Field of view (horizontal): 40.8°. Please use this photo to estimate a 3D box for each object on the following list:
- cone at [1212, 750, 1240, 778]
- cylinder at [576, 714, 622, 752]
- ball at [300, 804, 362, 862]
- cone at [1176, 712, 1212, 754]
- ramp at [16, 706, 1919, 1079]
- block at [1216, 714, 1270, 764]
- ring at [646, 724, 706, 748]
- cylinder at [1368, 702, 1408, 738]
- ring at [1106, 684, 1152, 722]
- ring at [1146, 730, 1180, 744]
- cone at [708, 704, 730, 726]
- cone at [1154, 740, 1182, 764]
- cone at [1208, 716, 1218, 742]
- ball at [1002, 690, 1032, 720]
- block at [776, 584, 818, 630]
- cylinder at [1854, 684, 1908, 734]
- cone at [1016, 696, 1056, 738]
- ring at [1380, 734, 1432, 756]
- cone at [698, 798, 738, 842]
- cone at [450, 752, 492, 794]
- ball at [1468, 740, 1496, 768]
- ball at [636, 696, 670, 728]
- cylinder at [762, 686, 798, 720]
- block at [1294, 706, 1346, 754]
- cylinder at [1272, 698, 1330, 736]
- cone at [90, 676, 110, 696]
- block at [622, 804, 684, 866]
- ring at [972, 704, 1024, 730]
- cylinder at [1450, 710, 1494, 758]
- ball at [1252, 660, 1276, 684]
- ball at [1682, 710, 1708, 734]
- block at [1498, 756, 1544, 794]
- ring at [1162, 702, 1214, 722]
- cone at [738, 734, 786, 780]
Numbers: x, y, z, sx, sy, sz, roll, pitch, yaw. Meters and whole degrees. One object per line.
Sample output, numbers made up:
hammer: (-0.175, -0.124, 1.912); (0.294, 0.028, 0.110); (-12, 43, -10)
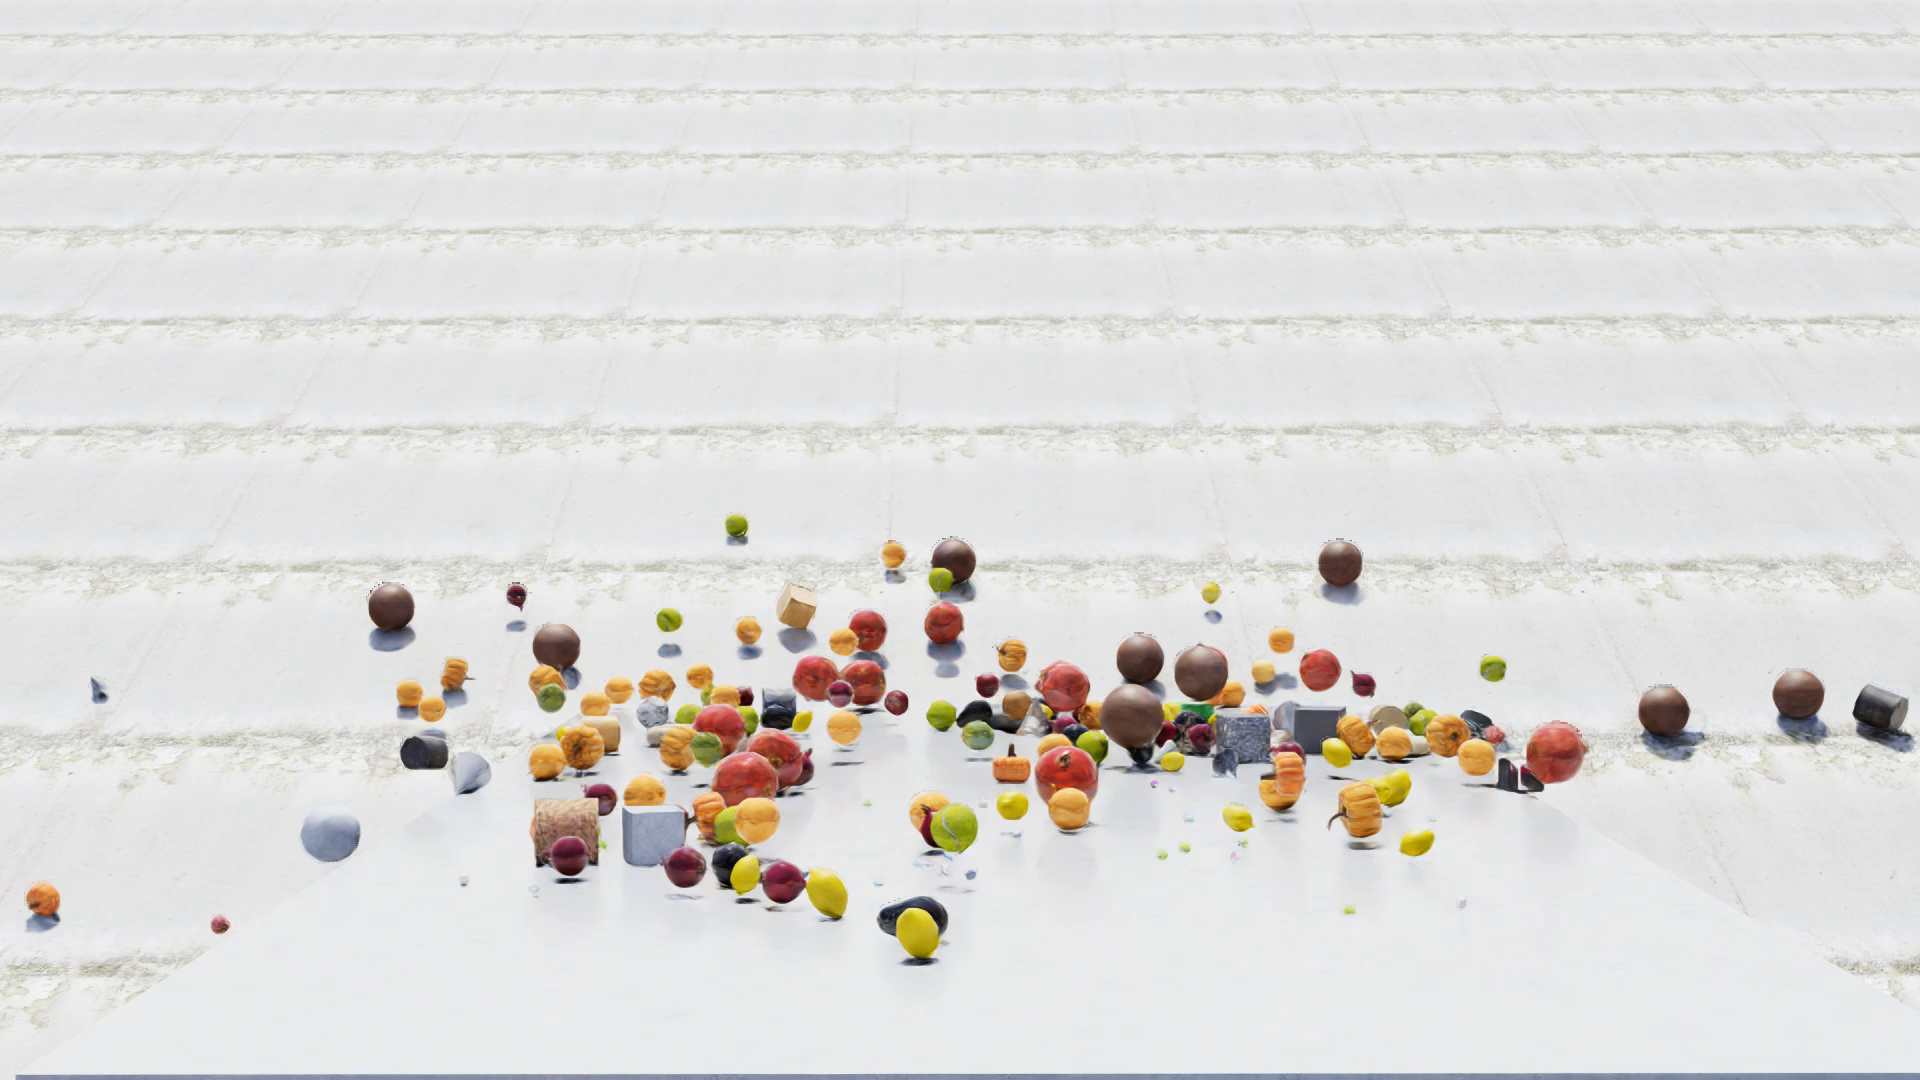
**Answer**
cone: (0.528, 0.451, 5.039); (0.058, 0.058, 0.058); (-6, 29, -13)
cylinder: (-0.768, 0.412, 5.493); (0.077, 0.077, 0.077); (8, 21, -25)
ball: (-1.024, 0.478, 4.200); (0.096, 0.096, 0.096); (0, 26, 0)
cone: (0.494, 0.410, 5.507); (0.086, 0.086, 0.086); (0, 2, 0)
ramp: (0.058, 0.528, 4.565); (2.000, 0.100, 4.000); (0, 2, 0)
block: (0.586, 0.410, 5.341); (0.094, 0.094, 0.094); (0, 2, -4)
ring: (-0.622, 0.428, 5.639); (0.130, 0.043, 0.130); (0, 0, 0)
cylinder: (0.959, 0.407, 5.780); (0.076, 0.076, 0.076); (1, 2, 2)
ring: (0.383, 0.370, 5.851); (0.104, 0.035, 0.104); (-3, 46, 4)
ring: (0.447, 0.435, 5.698); (0.077, 0.026, 0.077); (1, 1, 0)
cone: (-0.561, 0.425, 6.079); (0.057, 0.057, 0.057); (-9, 31, -19)
cone: (0.418, 0.446, 5.293); (0.054, 0.054, 0.054); (-29, 35, -19)
cone: (0.587, 0.422, 5.646); (0.065, 0.065, 0.065); (20, 30, 14)
ball: (0.131, 0.380, 5.949); (0.071, 0.071, 0.071); (0, 26, 0)
block: (-0.452, 0.185, 7.117); (0.080, 0.080, 0.080); (21, 23, -22)
cylinder: (2.369, 0.435, 6.634); (0.099, 0.099, 0.099); (24, 35, 39)
cone: (0.173, 0.398, 5.861); (0.091, 0.091, 0.091); (0, 2, 0)
ring: (0.943, 0.435, 5.459); (0.112, 0.037, 0.112); (1, 2, 0)
cone: (-0.396, 0.453, 4.212); (0.069, 0.069, 0.069); (0, 2, 0)
cone: (-0.927, 0.453, 4.812); (0.084, 0.084, 0.084); (4, 29, 8)
ball: (1.053, 0.433, 5.202); (0.055, 0.055, 0.055); (0, 26, 0)
ball: (-0.714, 0.402, 5.997); (0.076, 0.076, 0.076); (0, 26, 0)
cylinder: (-0.434, 0.393, 6.207); (0.078, 0.078, 0.078); (0, 25, -9)
block: (0.768, 0.406, 5.503); (0.094, 0.094, 0.094); (0, 2, 18)
cylinder: (0.757, 0.399, 5.664); (0.098, 0.098, 0.098); (-2, 20, -45)
cone: (-2.276, 0.374, 6.788); (0.052, 0.052, 0.052); (-29, 18, 11)
block: (-0.471, 0.454, 3.967); (0.080, 0.080, 0.080); (-1, 2, -18)
ring: (0.103, 0.414, 6.041); (0.149, 0.050, 0.149); (2, 4, 0)
cylinder: (1.169, 0.444, 5.892); (0.078, 0.078, 0.078); (15, 58, 28)
ball: (0.806, 0.350, 6.855); (0.064, 0.064, 0.064); (0, 26, 0)
ball: (1.887, 0.466, 6.619); (0.060, 0.060, 0.060); (0, 26, 0)
block: (1.051, 0.440, 4.831); (0.061, 0.061, 0.061); (0, 2, -30)
ring: (0.549, 0.413, 6.198); (0.128, 0.043, 0.128); (1, 2, 0)
cone: (-0.384, 0.444, 5.044); (0.095, 0.095, 0.095); (-4, 29, -9)
